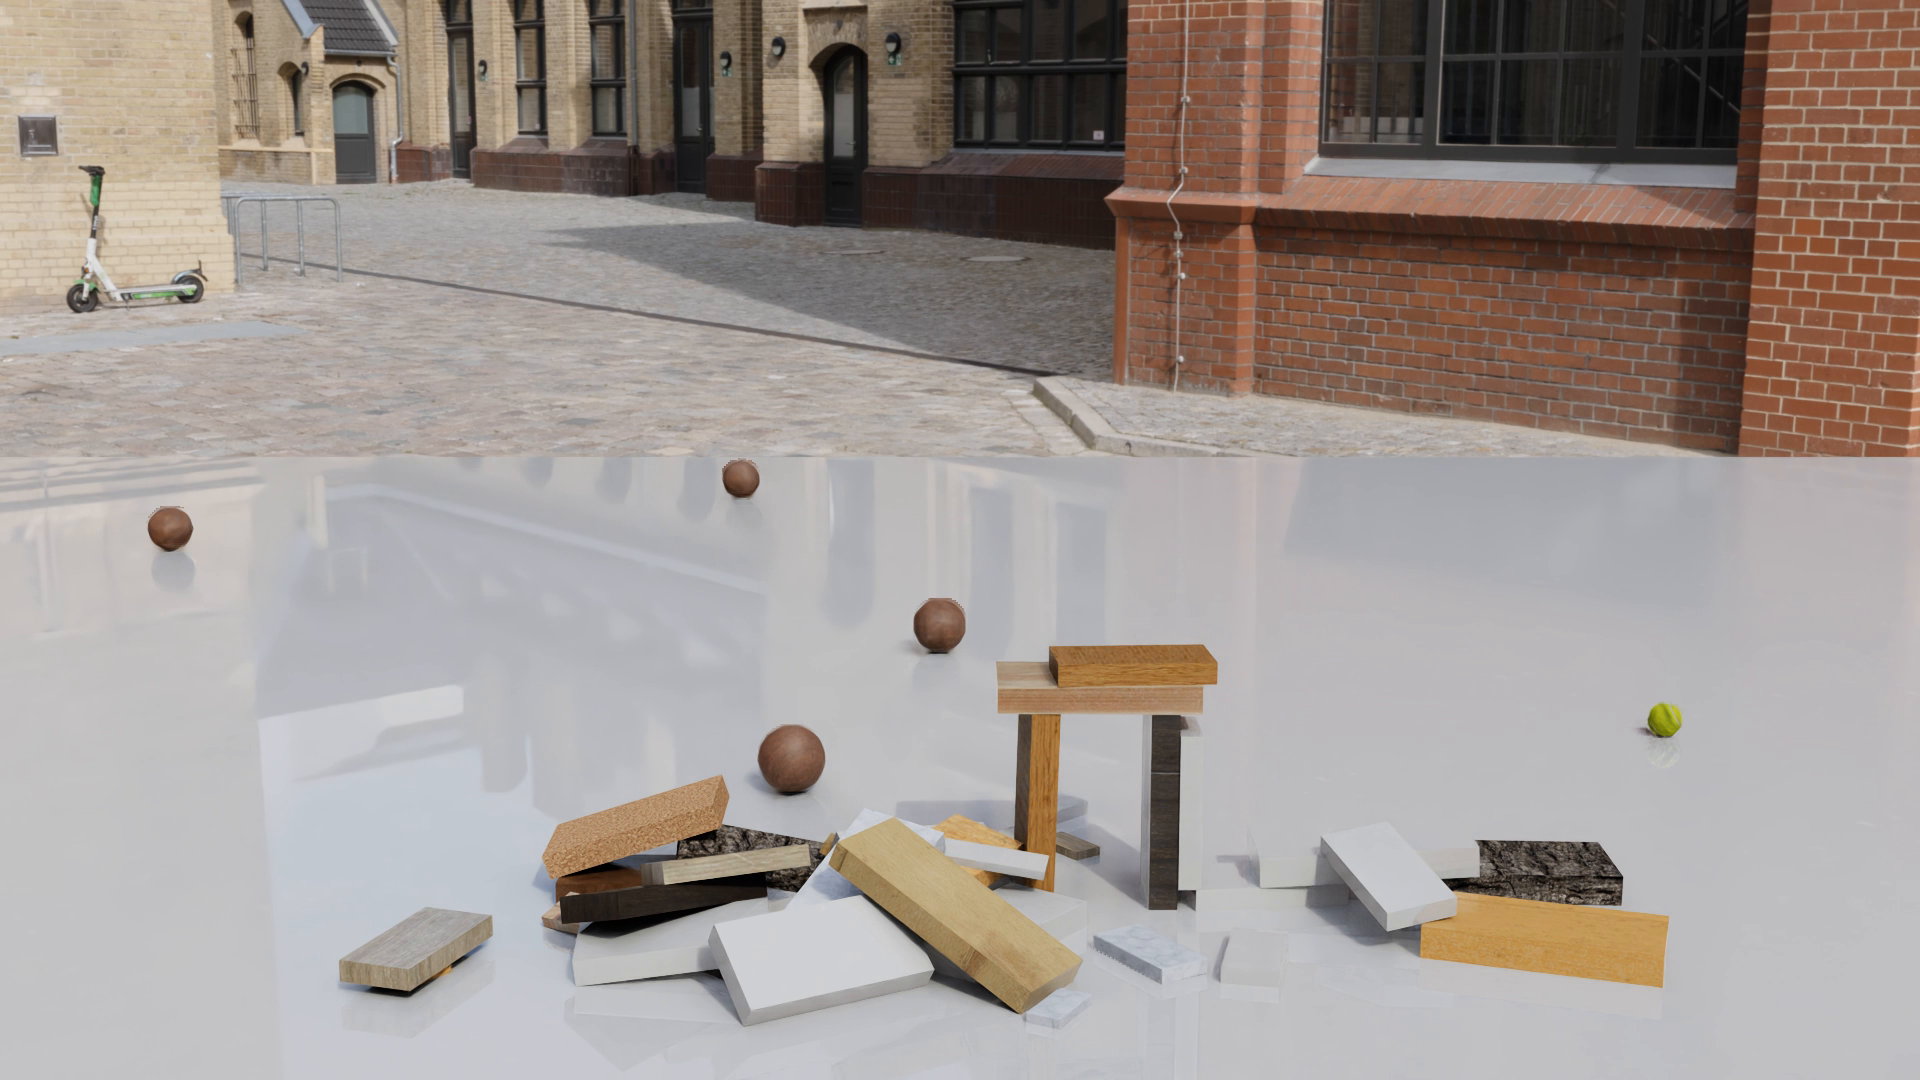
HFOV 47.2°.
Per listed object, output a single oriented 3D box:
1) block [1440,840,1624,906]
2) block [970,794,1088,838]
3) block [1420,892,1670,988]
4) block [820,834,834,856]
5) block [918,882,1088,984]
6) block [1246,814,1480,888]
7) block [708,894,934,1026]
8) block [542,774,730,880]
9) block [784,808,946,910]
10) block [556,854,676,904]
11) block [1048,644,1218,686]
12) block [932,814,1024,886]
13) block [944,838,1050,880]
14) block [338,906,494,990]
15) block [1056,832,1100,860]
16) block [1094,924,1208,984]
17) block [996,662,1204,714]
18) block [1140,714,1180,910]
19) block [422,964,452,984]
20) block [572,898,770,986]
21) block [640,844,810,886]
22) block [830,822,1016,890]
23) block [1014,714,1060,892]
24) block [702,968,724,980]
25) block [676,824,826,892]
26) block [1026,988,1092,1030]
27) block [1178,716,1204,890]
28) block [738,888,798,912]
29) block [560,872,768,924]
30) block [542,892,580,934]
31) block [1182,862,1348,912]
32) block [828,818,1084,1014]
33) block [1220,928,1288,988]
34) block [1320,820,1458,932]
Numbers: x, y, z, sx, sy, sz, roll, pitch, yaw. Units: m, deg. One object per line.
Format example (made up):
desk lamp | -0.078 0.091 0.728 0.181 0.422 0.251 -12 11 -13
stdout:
block | 0.913 0.558 3.703 0.356 0.050 0.178 1 11 3
block | 0.073 0.518 3.987 0.086 0.024 0.392 10 14 42
block | 0.906 0.614 3.402 0.356 0.050 0.178 4 11 19
block | -0.165 0.538 3.679 0.138 0.020 0.069 28 8 3
block | 0.054 0.611 3.440 0.149 0.042 0.299 8 13 36
block | 0.668 0.517 3.667 0.356 0.050 0.178 -3 10 1
block | -0.203 0.609 3.227 0.299 0.042 0.149 -6 49 -30
block | -0.540 0.479 3.682 0.297 0.042 0.148 -17 13 4
block | -0.156 0.543 3.421 0.145 0.041 0.291 14 40 25
block | -0.512 0.569 3.668 0.297 0.042 0.148 0 11 0
block | 0.281 0.204 3.586 0.257 0.036 0.129 -1 11 -4
block | -0.033 0.533 3.552 0.138 0.039 0.275 20 27 31
block | 0.046 0.513 3.547 0.189 0.015 0.054 9 23 7
block | -0.820 0.616 3.327 0.118 0.034 0.237 3 11 18
block | 0.193 0.541 3.891 0.054 0.015 0.107 -8 13 -36
block | 0.290 0.633 3.368 0.086 0.024 0.173 -7 12 -32
block | 0.225 0.242 3.607 0.329 0.047 0.165 0 11 0
block | 0.331 0.427 3.642 0.047 0.329 0.165 0 11 0
block | -0.847 0.642 3.337 0.140 0.020 0.070 8 13 35
block | -0.435 0.610 3.343 0.291 0.041 0.145 -7 15 -3
block | -0.366 0.507 3.430 0.237 0.034 0.118 -4 -7 -25
block | -0.061 0.534 3.644 0.275 0.039 0.138 0 33 -27
block | 0.126 0.426 3.644 0.047 0.329 0.165 1 10 -6
block | -0.401 0.632 3.387 0.455 0.020 0.070 10 15 44
block | -0.324 0.533 3.675 0.297 0.042 0.148 12 10 -8
block | 0.144 0.675 3.170 0.054 0.015 0.107 6 12 28
block | 0.373 0.431 3.618 0.036 0.257 0.129 0 11 0
block | -0.239 0.605 3.481 0.275 0.039 0.138 4 11 21
block | -0.457 0.553 3.411 0.145 0.041 0.291 -13 -9 43
block | -0.590 0.597 3.496 0.140 0.020 0.070 4 29 35
block | 0.503 0.573 3.661 0.257 0.036 0.129 -2 11 -8
block | -0.008 0.557 3.296 0.379 0.042 0.149 34 26 24
block | 0.451 0.636 3.355 0.086 0.024 0.173 2 11 13
block | 0.677 0.530 3.485 0.118 0.034 0.237 -10 25 -14
